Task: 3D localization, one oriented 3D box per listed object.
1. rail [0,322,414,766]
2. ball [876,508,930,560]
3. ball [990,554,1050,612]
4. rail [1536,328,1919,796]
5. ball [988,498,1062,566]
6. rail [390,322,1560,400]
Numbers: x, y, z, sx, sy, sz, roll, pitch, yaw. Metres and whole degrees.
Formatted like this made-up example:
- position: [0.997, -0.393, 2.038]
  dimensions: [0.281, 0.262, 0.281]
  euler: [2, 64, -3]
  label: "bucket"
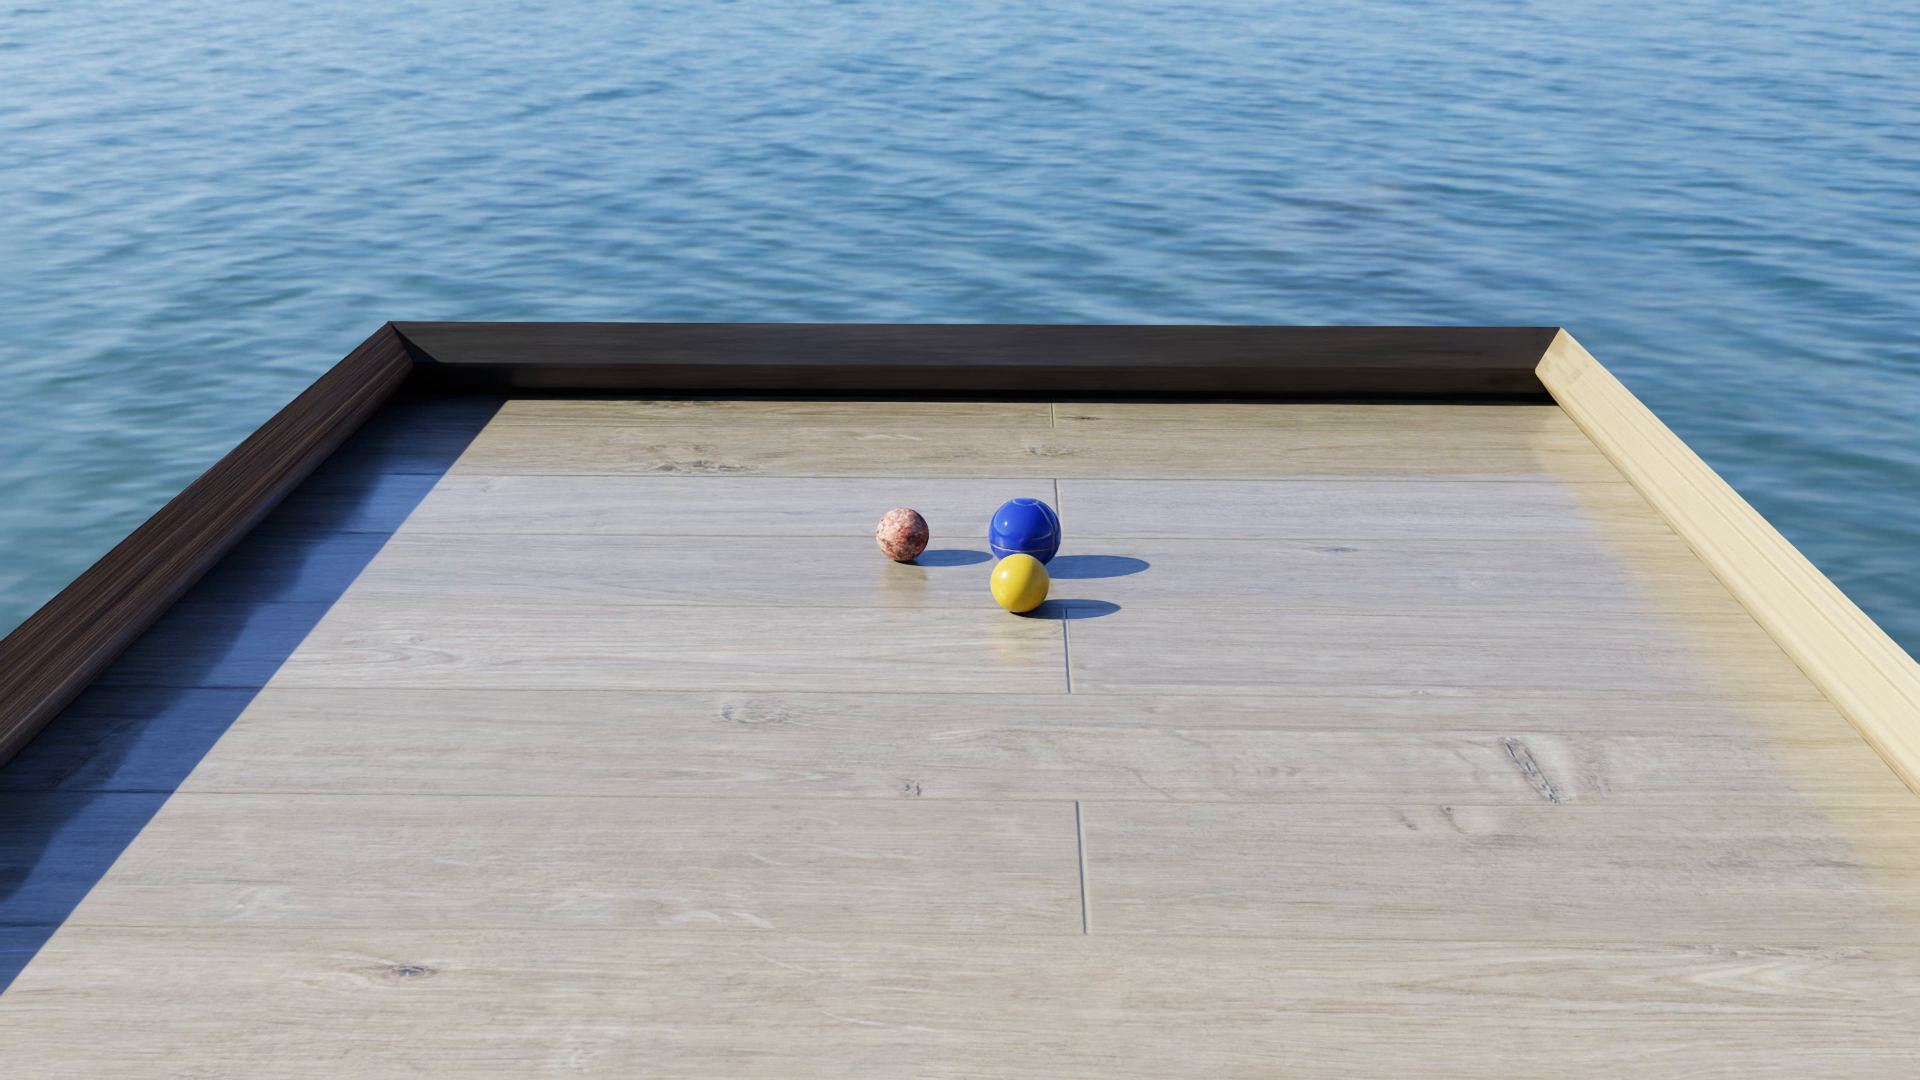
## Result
- position: [-0.874, 0.225, 1.825]
  dimensions: [0.045, 0.111, 3.173]
  euler: [0, 18, 1]
  label: "rail"
- position: [-0.068, -0.007, 2.599]
  dimensions: [0.063, 0.063, 0.063]
  euler: [0, 18, 0]
  label: "ball"
- position: [0.066, 0.048, 2.431]
  dimensions: [0.066, 0.066, 0.066]
  euler: [0, 18, 0]
  label: "ball"
- position: [0.838, 0.237, 1.788]
  dimensions: [0.045, 0.111, 3.173]
  euler: [0, 18, 1]
  label: "rail"
- position: [0.076, -0.007, 2.563]
  dimensions: [0.086, 0.086, 0.086]
  euler: [0, 18, 0]
  label: "ball"
- position: [0.017, -0.263, 3.289]
  dimensions: [1.760, 0.111, 0.045]
  euler: [0, 18, 1]
  label: "rail"
